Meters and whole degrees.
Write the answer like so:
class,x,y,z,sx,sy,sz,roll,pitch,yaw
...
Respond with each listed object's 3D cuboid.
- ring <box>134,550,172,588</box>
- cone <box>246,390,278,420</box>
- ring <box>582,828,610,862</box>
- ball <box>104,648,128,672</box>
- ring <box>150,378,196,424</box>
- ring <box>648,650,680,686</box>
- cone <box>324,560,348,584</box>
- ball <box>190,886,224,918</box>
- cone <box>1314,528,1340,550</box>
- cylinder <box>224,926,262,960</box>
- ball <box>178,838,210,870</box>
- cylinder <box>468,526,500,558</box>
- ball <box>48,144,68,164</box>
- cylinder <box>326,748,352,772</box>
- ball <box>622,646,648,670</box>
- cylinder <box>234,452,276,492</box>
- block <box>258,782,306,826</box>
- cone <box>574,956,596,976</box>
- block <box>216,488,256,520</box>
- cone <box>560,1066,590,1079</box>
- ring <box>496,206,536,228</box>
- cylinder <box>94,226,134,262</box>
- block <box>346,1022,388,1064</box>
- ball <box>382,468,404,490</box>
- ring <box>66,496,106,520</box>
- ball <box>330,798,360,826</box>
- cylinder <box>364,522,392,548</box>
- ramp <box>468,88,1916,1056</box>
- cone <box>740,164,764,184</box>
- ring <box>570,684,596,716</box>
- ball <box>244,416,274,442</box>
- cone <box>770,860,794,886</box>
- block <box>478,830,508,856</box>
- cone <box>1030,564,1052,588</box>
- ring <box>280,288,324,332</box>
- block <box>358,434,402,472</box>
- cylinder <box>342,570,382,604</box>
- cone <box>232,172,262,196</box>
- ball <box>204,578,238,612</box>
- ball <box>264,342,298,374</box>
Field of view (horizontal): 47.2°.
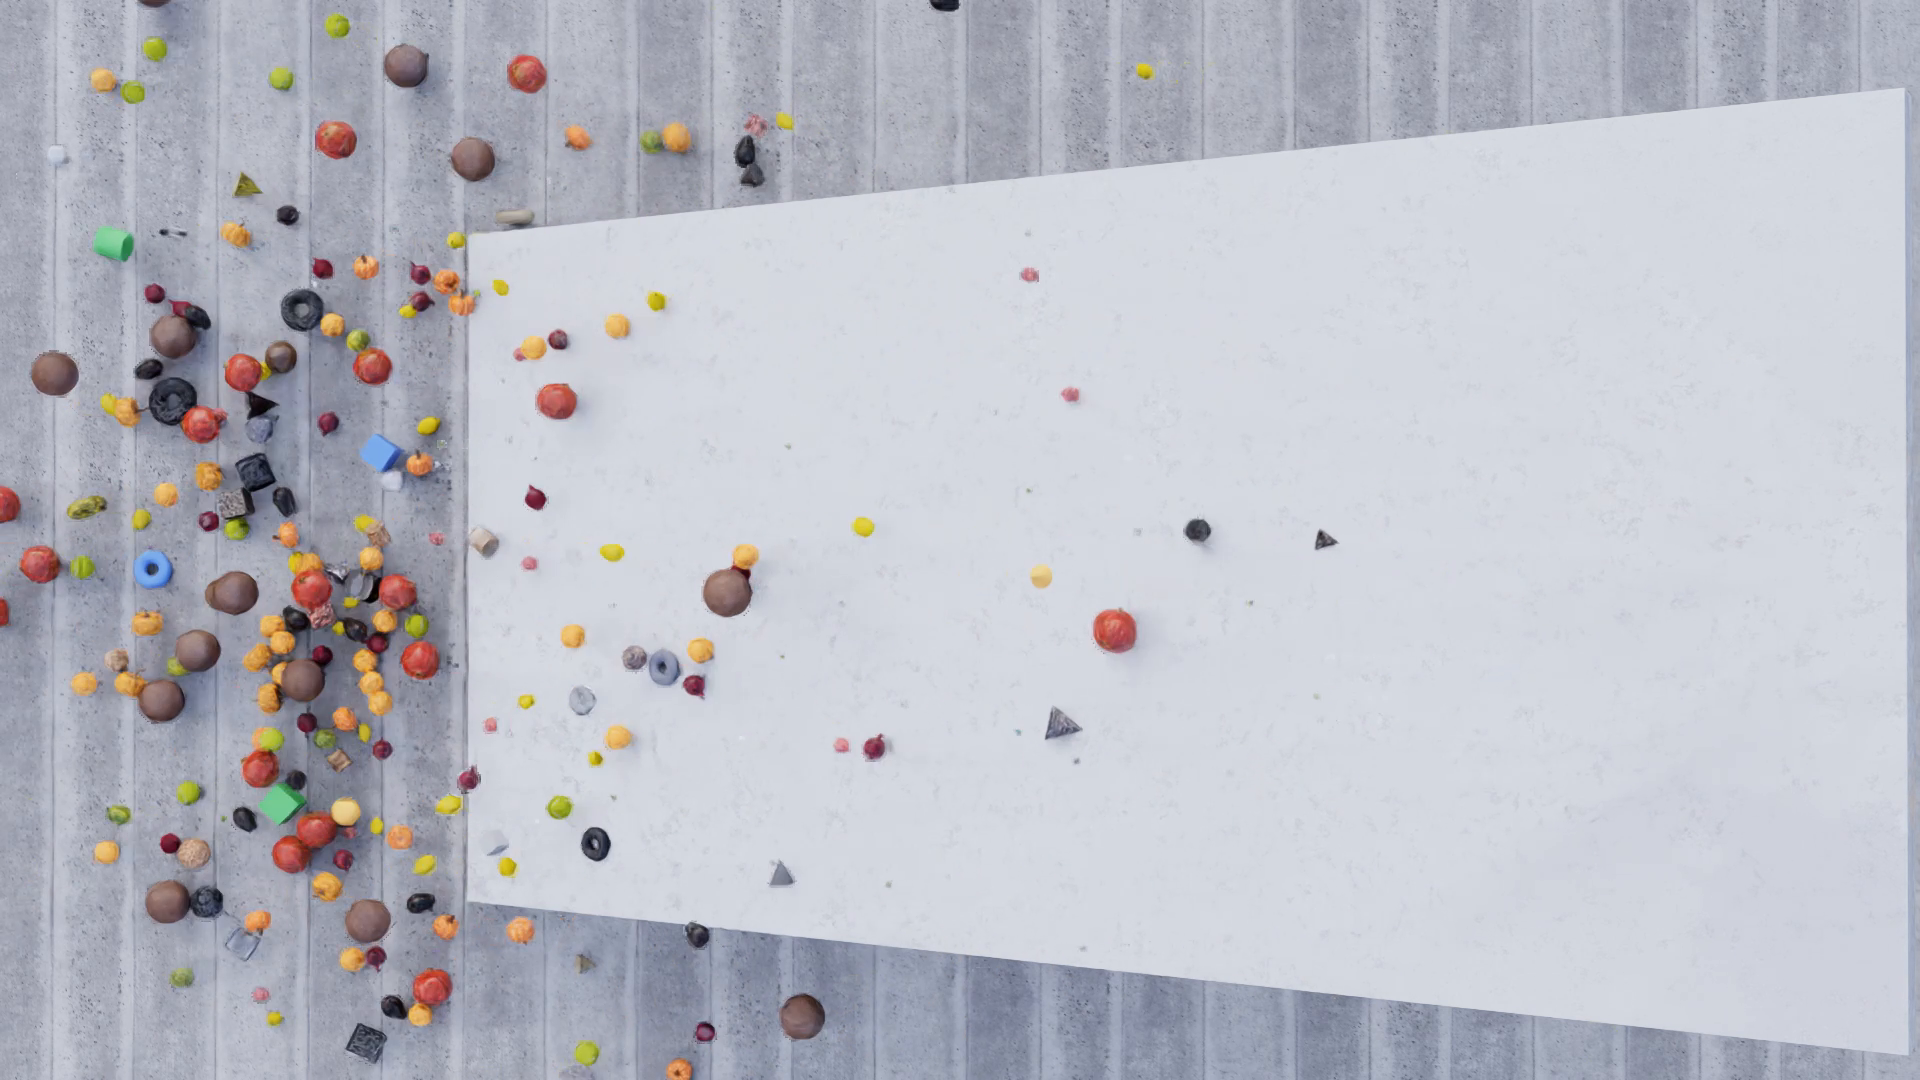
class,x,y,z,sx,sy,sz,roll,pitch,yaw
ring,-2.448,0.089,6.667,0.116,0.039,0.116,0,88,0
cone,-2.112,-0.410,6.669,0.093,0.093,0.093,-4,89,-26
ring,-1.046,0.874,6.317,0.098,0.033,0.098,0,90,30
ball,-2.550,0.362,6.649,0.069,0.069,0.069,0,89,0
ring,-2.383,-0.420,6.660,0.147,0.049,0.147,-1,77,4
ring,-0.833,0.359,6.193,0.103,0.034,0.103,0,91,31
cone,-1.878,0.086,6.670,0.071,0.071,0.071,28,63,0
ball,-2.270,1.093,6.628,0.096,0.096,0.096,0,89,0
cone,0.869,0.002,5.183,0.053,0.053,0.053,12,89,4
cylinder,-2.161,1.214,6.627,0.077,0.077,0.077,39,90,-13
ball,-2.309,0.946,6.631,0.094,0.094,0.094,0,89,0
cylinder,-1.413,0.005,6.522,0.068,0.068,0.068,38,90,26
ball,-2.735,-1.168,6.668,0.060,0.060,0.060,0,89,0
cylinder,-1.875,0.667,6.647,0.055,0.055,0.055,-38,94,0
ball,-0.917,0.332,6.192,0.071,0.071,0.071,0,89,0
cylinder,-2.128,-0.203,6.643,0.091,0.091,0.091,-24,89,0
block,-2.045,0.795,6.636,0.087,0.087,0.087,44,90,0
cone,-1.129,1.290,6.661,0.060,0.060,0.060,7,89,-27
block,-2.189,-0.110,6.648,0.079,0.079,0.079,-14,89,0
cone,-1.153,1.654,6.650,0.092,0.092,0.092,-7,116,0
ring,-1.340,-0.975,6.629,0.120,0.120,0.040,10,116,0
cylinder,-2.561,-0.895,6.652,0.086,0.086,0.086,15,89,0
block,-1.784,1.514,6.611,0.087,0.087,0.087,22,68,0
ball,-1.716,-0.184,6.655,0.067,0.067,0.067,0,89,0
ring,-2.628,-0.098,6.615,0.117,0.117,0.039,-25,85,0
ball,-1.853,0.821,6.633,0.087,0.087,0.087,0,89,0
cylinder,-1.755,-0.016,6.633,0.059,0.059,0.059,-24,125,0
ramp,0.266,0.073,5.615,4.000,0.100,2.000,0,89,31
cone,-0.644,-1.098,6.679,0.069,0.069,0.069,-23,89,37
ring,-1.089,0.463,6.348,0.093,0.031,0.093,0,90,32
ball,-2.115,-0.335,6.635,0.081,0.081,0.081,0,89,0
cone,-0.485,0.897,5.955,0.067,0.067,0.067,-4,96,0
block,-1.381,0.895,6.505,0.054,0.054,0.054,-39,71,25
cone,0.192,0.092,5.565,0.063,0.063,0.063,0,89,31
ring,-1.996,-0.698,6.671,0.131,0.044,0.131,0,86,0
block,-1.750,-0.264,6.648,0.082,0.082,0.082,35,90,0
cylinder,-1.801,0.140,6.625,0.085,0.085,0.085,-8,72,27
cone,-2.157,-1.068,6.679,0.080,0.080,0.080,18,89,-27
ball,-2.228,0.166,6.636,0.097,0.097,0.097,0,89,0
ball,-2.052,-0.551,6.644,0.096,0.096,0.096,0,89,0
